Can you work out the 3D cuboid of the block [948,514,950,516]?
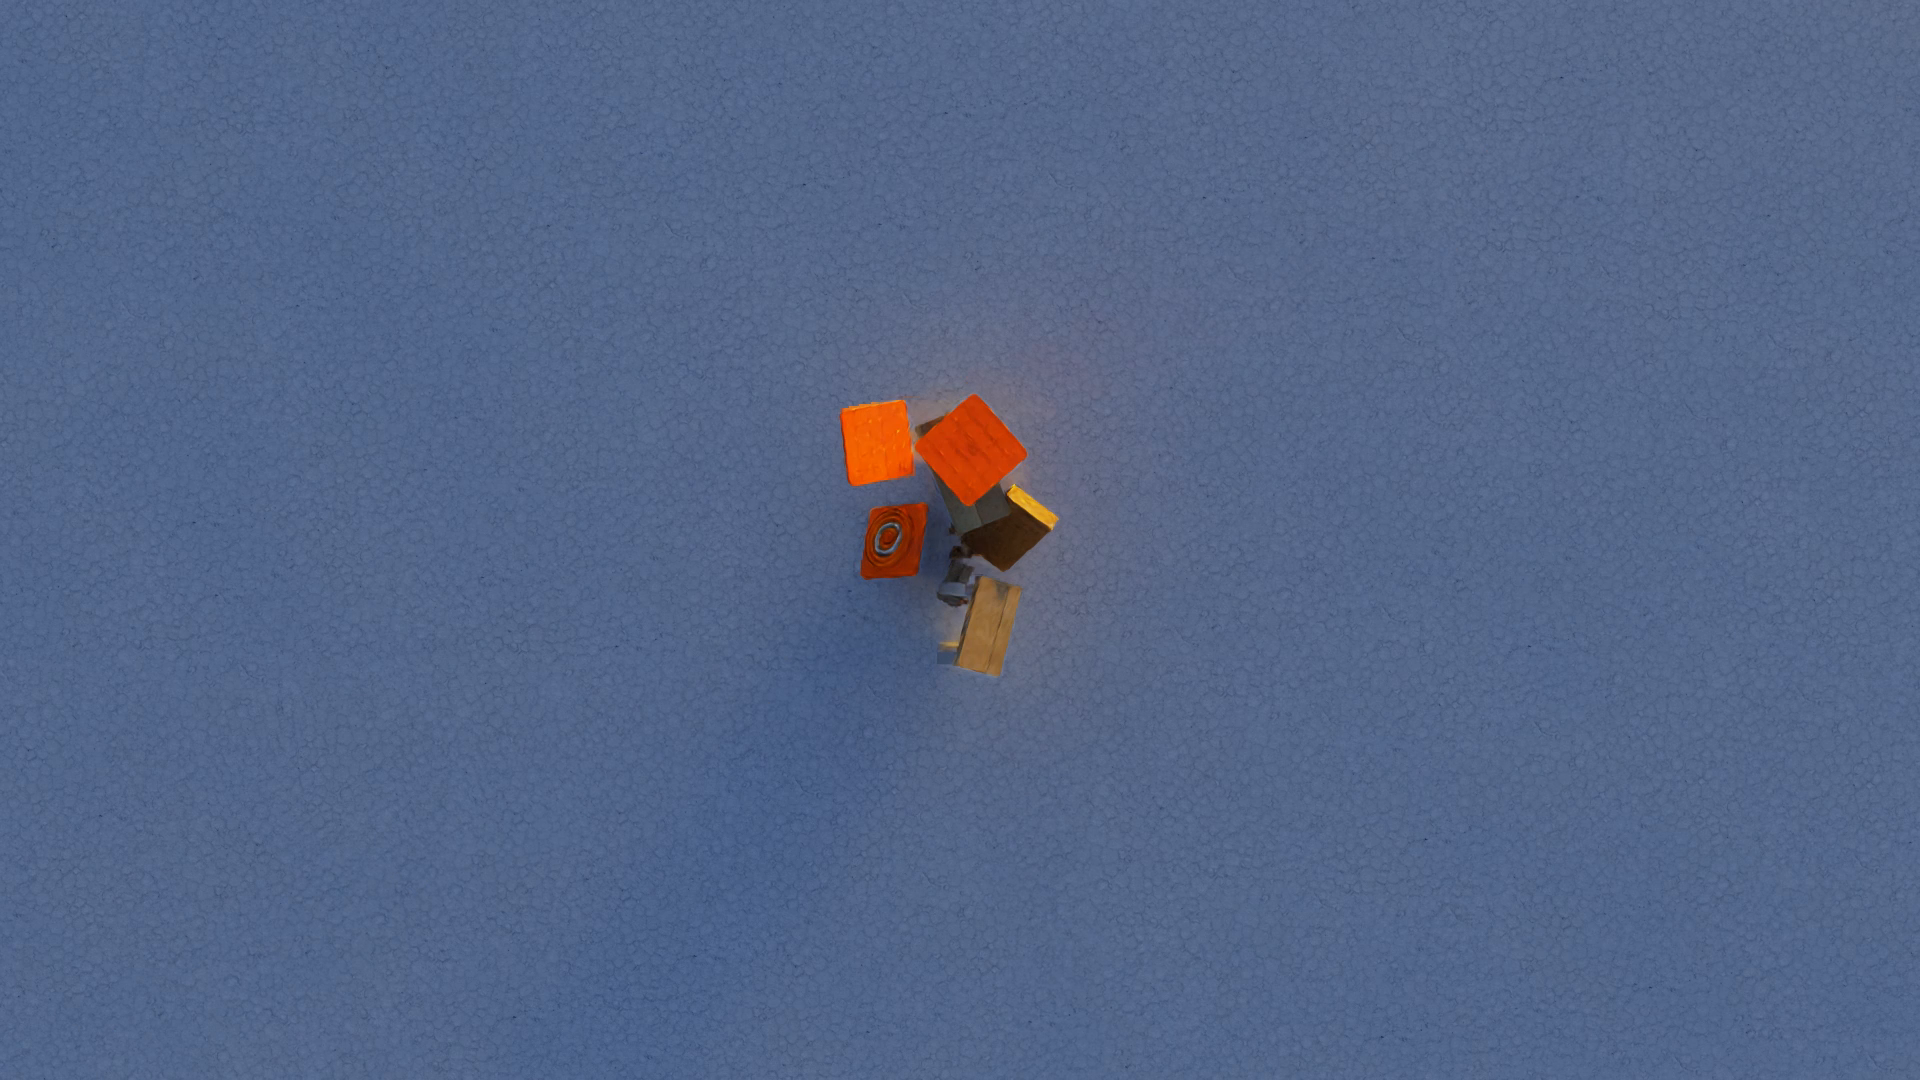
[{"bbox_3d":[0.000,-0.102,5.422,0.077,0.154,0.022,0,81,0],"label":"block"}]

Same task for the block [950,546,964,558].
[{"bbox_3d":[0.006,0.041,5.429,0.066,0.132,0.019,0,81,-8],"label":"block"}]

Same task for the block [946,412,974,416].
[{"bbox_3d":[-0.002,-0.321,5.308,0.090,0.025,0.179,0,90,0],"label":"block"}]

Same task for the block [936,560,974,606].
[{"bbox_3d":[-0.016,0.139,5.337,0.070,0.020,0.140,25,89,-21],"label":"block"}]

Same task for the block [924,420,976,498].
[{"bbox_3d":[-0.014,-0.249,5.154,0.175,0.349,0.049,-16,66,-1],"label":"block"}]

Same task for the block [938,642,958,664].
[{"bbox_3d":[0.001,0.363,5.279,0.141,0.442,0.040,0,90,0],"label":"block"}]

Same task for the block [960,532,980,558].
[{"bbox_3d":[0.033,-0.011,5.355,0.066,0.019,0.132,-11,92,-10],"label":"block"}]

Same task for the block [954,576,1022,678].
[{"bbox_3d":[0.085,0.264,5.041,0.141,0.040,0.283,17,84,-20],"label":"block"}]

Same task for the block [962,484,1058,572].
[{"bbox_3d":[0.153,-0.032,5.185,0.175,0.366,0.049,36,58,-5],"label":"block"}]

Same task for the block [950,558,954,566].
[{"bbox_3d":[0.002,0.088,5.430,0.070,0.140,0.020,27,91,0],"label":"block"}]

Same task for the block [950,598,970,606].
[{"bbox_3d":[0.001,0.201,5.428,0.070,0.140,0.020,-10,91,-3],"label":"block"}]

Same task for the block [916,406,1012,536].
[{"bbox_3d":[0.009,-0.209,4.969,0.175,0.049,0.349,-22,96,0],"label":"block"}]

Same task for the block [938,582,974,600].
[{"bbox_3d":[0.048,0.169,5.201,0.141,0.283,0.040,13,85,-21],"label":"block"}]

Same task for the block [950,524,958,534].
[{"bbox_3d":[0.008,-0.044,5.429,0.066,0.132,0.019,-6,82,-10],"label":"block"}]
